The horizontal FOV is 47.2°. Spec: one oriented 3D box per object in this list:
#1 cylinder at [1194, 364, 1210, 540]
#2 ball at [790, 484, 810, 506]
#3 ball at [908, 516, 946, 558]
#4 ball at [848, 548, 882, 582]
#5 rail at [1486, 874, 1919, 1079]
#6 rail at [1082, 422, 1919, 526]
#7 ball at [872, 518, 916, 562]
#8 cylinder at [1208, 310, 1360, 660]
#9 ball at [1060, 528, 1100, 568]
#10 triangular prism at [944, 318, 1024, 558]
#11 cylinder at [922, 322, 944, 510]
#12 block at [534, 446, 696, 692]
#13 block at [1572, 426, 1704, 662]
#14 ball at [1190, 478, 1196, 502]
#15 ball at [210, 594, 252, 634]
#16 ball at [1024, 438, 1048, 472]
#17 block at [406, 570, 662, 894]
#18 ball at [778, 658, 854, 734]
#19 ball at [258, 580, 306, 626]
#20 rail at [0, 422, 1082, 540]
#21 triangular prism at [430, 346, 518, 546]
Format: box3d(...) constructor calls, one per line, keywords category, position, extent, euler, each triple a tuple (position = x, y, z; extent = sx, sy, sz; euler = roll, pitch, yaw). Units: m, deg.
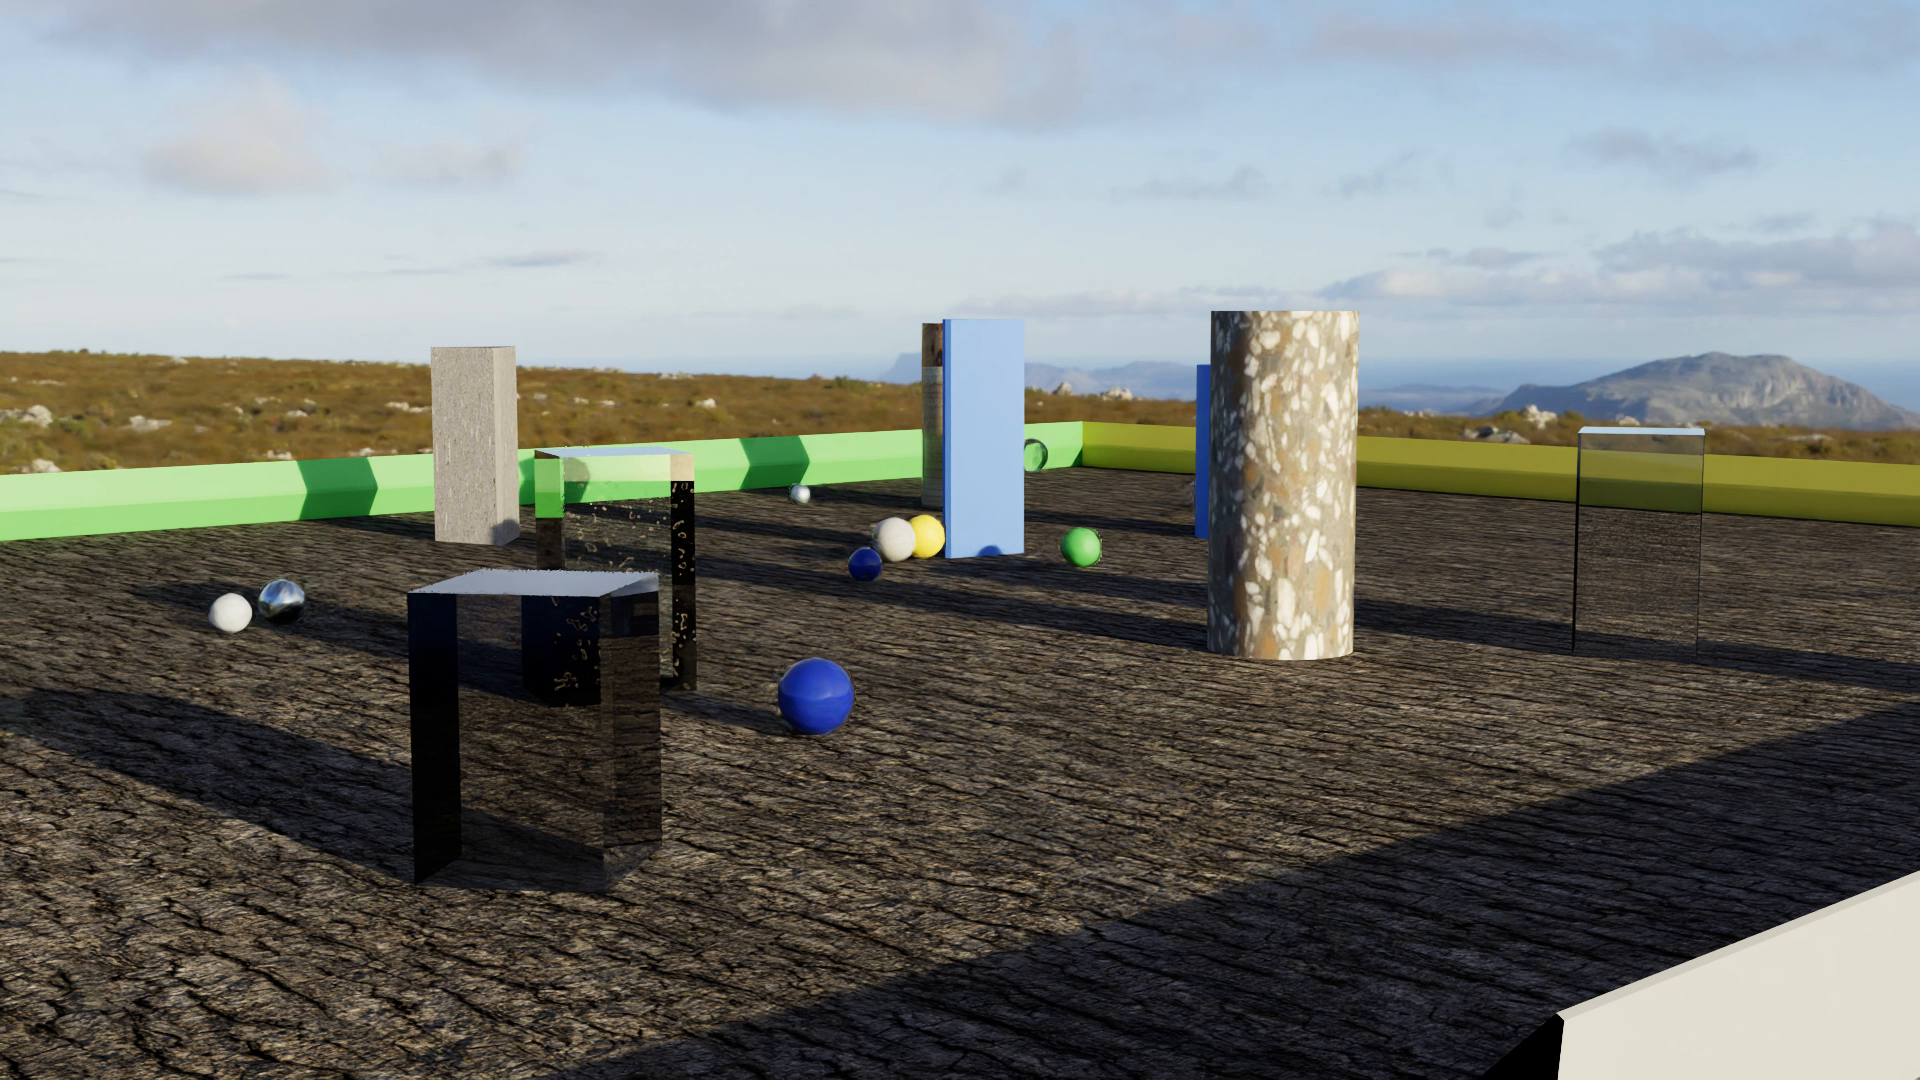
box3d(category="cylinder", position=(0.555, -0.174, 4.289), extent=(0.190, 0.335, 0.190), euler=(0, 6, 0))
box3d(category="ball", position=(-0.361, -0.102, 4.975), extent=(0.047, 0.047, 0.047), euler=(0, 6, 0))
box3d(category="ball", position=(-0.065, -0.006, 3.921), extent=(0.077, 0.077, 0.077), euler=(0, 6, 0))
box3d(category="ball", position=(-0.155, 0.040, 3.593), extent=(0.056, 0.056, 0.056), euler=(0, 6, 0))
box3d(category="rail", position=(1.276, 0.177, 1.957), extent=(4.457, 0.124, 0.045), euler=(-6, 8, -42))
box3d(category="rail", position=(1.620, -0.125, 4.819), extent=(0.045, 0.124, 3.811), euler=(-6, 8, -42))
box3d(category="ball", position=(-0.116, 0.000, 3.860), extent=(0.079, 0.079, 0.079), euler=(0, 6, 0))
box3d(category="cylinder", position=(0.420, -0.077, 2.864), extent=(0.190, 0.441, 0.190), euler=(0, 6, 0))
box3d(category="ball", position=(0.208, 0.013, 3.788), extent=(0.068, 0.068, 0.068), euler=(0, 6, 0))
box3d(category="triangular prism", position=(0.010, -0.190, 4.012), extent=(0.165, 0.424, 0.143), euler=(-4, 7, -33))
box3d(category="cylinder", position=(0.009, -0.281, 4.941), extent=(0.190, 0.411, 0.190), euler=(0, 6, 0))
box3d(category="block", position=(-0.407, 0.034, 2.595), extent=(0.152, 0.277, 0.152), euler=(-3, 7, -23))
box3d(category="block", position=(0.880, 0.002, 2.852), extent=(0.152, 0.287, 0.152), euler=(2, 6, 18))
box3d(category="ball", position=(0.555, -0.112, 4.956), extent=(0.072, 0.072, 0.072), euler=(0, 6, 0))
box3d(category="ball", position=(-1.001, 0.101, 3.018), extent=(0.055, 0.055, 0.055), euler=(0, 6, 0))
box3d(category="ball", position=(0.193, -0.230, 5.965), extent=(0.094, 0.094, 0.094), euler=(0, 6, 0))
box3d(category="block", position=(-0.334, 0.147, 1.751), extent=(0.152, 0.229, 0.152), euler=(1, 6, 9))
box3d(category="ball", position=(-0.151, 0.163, 2.303), extent=(0.081, 0.081, 0.081), euler=(0, 6, 0))
box3d(category="ball", position=(-0.952, 0.088, 3.091), extent=(0.065, 0.065, 0.065), euler=(0, 6, 0))
box3d(category="rail", position=(-1.276, -0.113, 4.707), extent=(4.457, 0.124, 0.045), euler=(-6, 8, -42))
box3d(category="triangular prism", position=(-0.901, -0.185, 4.225), extent=(0.165, 0.371, 0.143), euler=(3, 7, 30))
